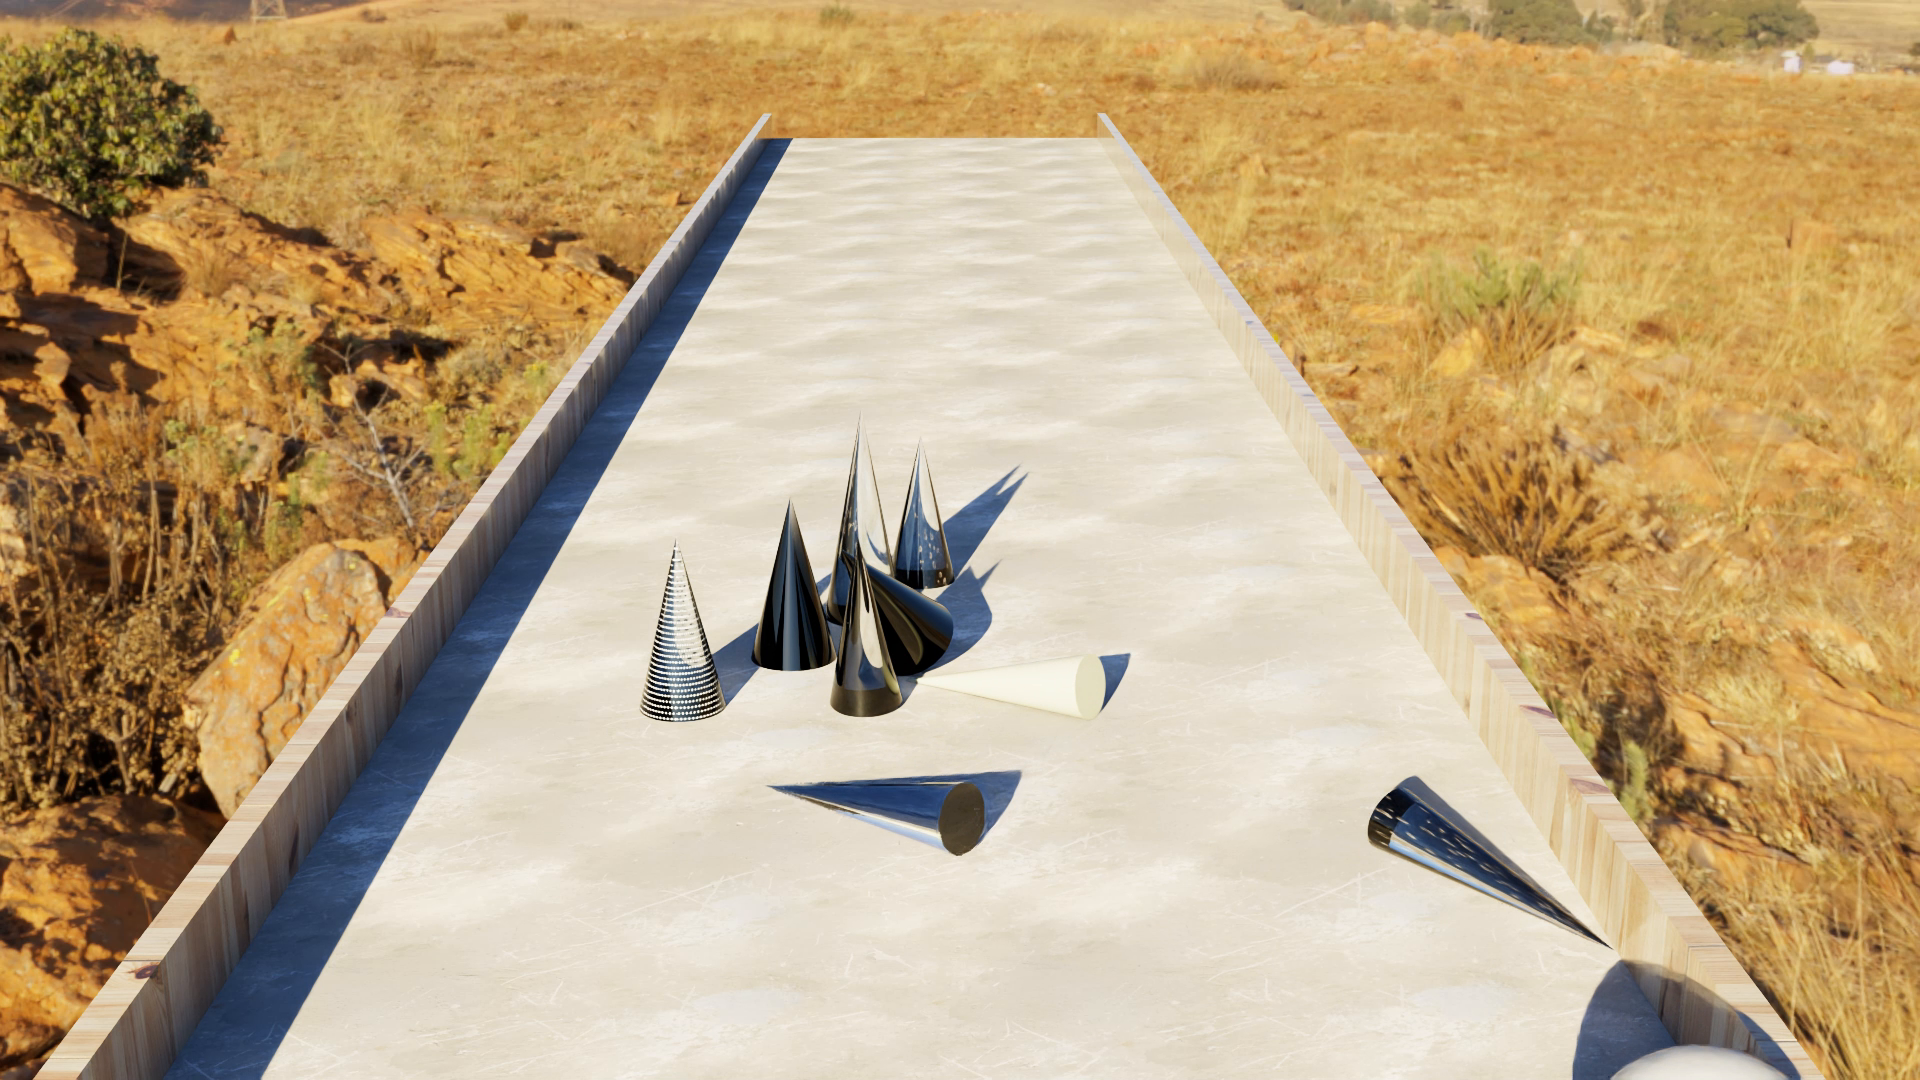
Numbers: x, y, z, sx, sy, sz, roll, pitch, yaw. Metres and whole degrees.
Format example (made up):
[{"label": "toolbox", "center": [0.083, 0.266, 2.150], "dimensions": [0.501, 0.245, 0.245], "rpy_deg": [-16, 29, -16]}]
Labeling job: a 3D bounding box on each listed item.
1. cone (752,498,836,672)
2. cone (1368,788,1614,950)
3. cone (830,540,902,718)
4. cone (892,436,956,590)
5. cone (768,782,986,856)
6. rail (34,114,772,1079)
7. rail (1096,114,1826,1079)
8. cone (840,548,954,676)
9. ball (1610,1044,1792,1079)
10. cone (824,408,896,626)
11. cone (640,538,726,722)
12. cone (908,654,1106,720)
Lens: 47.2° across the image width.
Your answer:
[{"label": "cone", "center": [-0.335, 0.074, 4.388], "dimensions": [0.173, 0.337, 0.173], "rpy_deg": [0, 17, 0]}, {"label": "cone", "center": [0.825, 0.524, 3.371], "dimensions": [0.108, 0.108, 0.447], "rpy_deg": [-12, 27, -35]}, {"label": "cone", "center": [-0.183, 0.149, 4.104], "dimensions": [0.138, 0.339, 0.138], "rpy_deg": [-1, 24, 1]}, {"label": "cone", "center": [-0.087, -0.073, 4.885], "dimensions": [0.152, 0.334, 0.152], "rpy_deg": [0, 17, 0]}, {"label": "cone", "center": [-0.168, 0.435, 3.661], "dimensions": [0.443, 0.117, 0.117], "rpy_deg": [4, 15, 39]}, {"label": "rail", "center": [-1.118, -0.838, 7.780], "dimensions": [0.050, 0.150, 12.000], "rpy_deg": [0, 17, -1]}, {"label": "rail", "center": [0.932, -0.844, 7.801], "dimensions": [0.050, 0.150, 12.000], "rpy_deg": [0, 17, -1]}, {"label": "cone", "center": [-0.159, 0.105, 4.245], "dimensions": [0.177, 0.323, 0.177], "rpy_deg": [-15, 51, 19]}, {"label": "ball", "center": [0.814, 0.695, 2.396], "dimensions": [0.282, 0.282, 0.282], "rpy_deg": [0, 17, 0]}, {"label": "cone", "center": [-0.205, -0.057, 4.623], "dimensions": [0.168, 0.454, 0.168], "rpy_deg": [0, 17, 0]}, {"label": "cone", "center": [-0.525, 0.154, 4.119], "dimensions": [0.164, 0.337, 0.164], "rpy_deg": [0, 17, 0]}, {"label": "cone", "center": [0.067, 0.274, 4.199], "dimensions": [0.409, 0.123, 0.123], "rpy_deg": [0, 14, 31]}]
